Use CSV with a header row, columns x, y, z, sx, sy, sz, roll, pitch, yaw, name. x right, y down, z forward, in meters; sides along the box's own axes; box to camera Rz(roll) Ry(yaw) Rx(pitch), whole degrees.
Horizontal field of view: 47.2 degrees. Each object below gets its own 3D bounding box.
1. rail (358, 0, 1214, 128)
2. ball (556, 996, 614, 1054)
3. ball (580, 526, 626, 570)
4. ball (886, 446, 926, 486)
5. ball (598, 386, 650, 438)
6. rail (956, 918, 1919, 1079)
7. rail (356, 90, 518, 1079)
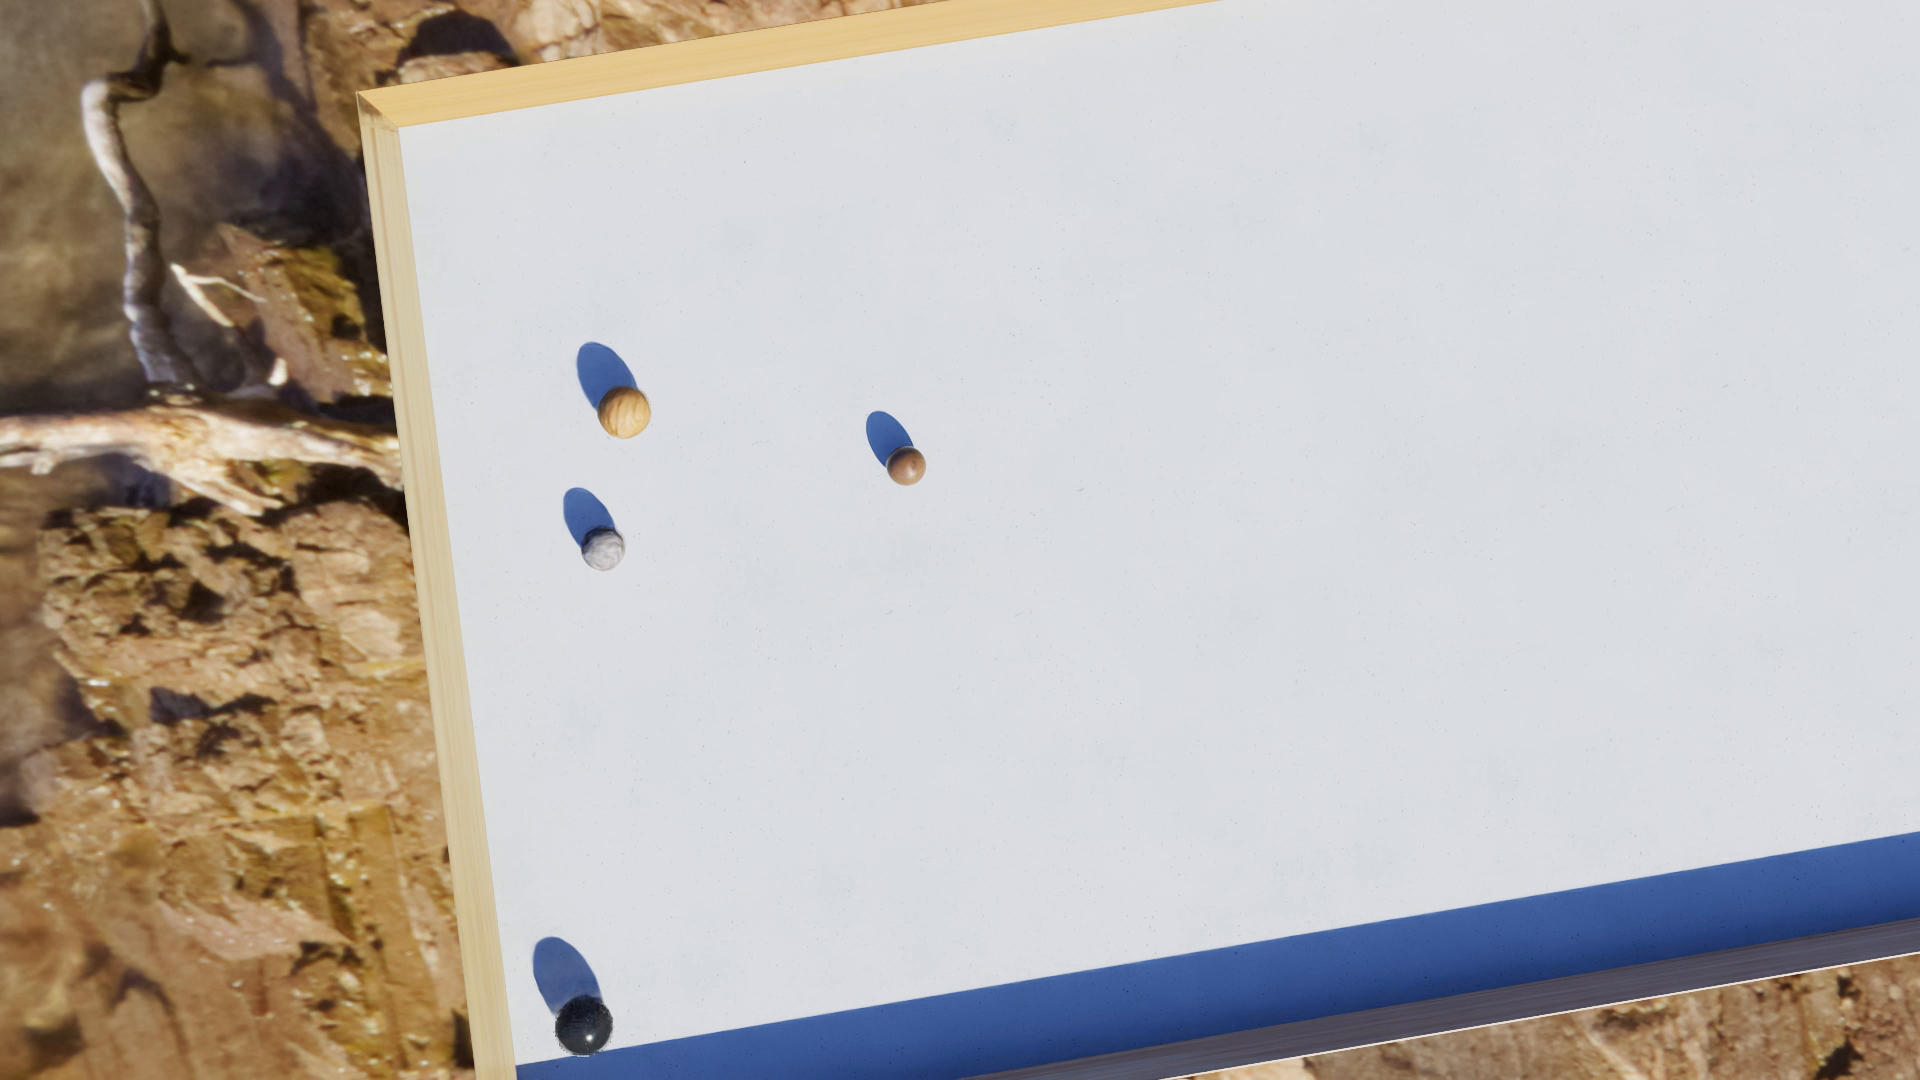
x,y,z,sx,sy,sz,roll,pitch,yaw,name
0.656,-0.901,3.424,3.177,0.107,0.045,-9,80,-2,rail
-0.539,0.696,3.155,0.082,0.082,0.082,0,80,0,ball
-0.533,0.013,3.284,0.066,0.066,0.066,0,80,0,ball
-0.081,-0.111,3.308,0.061,0.061,0.061,0,80,0,ball
-0.506,-0.192,3.313,0.079,0.079,0.079,0,80,0,ball
0.912,0.641,3.151,3.177,0.107,0.045,-9,80,-2,rail
-0.760,0.119,3.243,0.045,0.107,1.634,-9,80,-2,rail
